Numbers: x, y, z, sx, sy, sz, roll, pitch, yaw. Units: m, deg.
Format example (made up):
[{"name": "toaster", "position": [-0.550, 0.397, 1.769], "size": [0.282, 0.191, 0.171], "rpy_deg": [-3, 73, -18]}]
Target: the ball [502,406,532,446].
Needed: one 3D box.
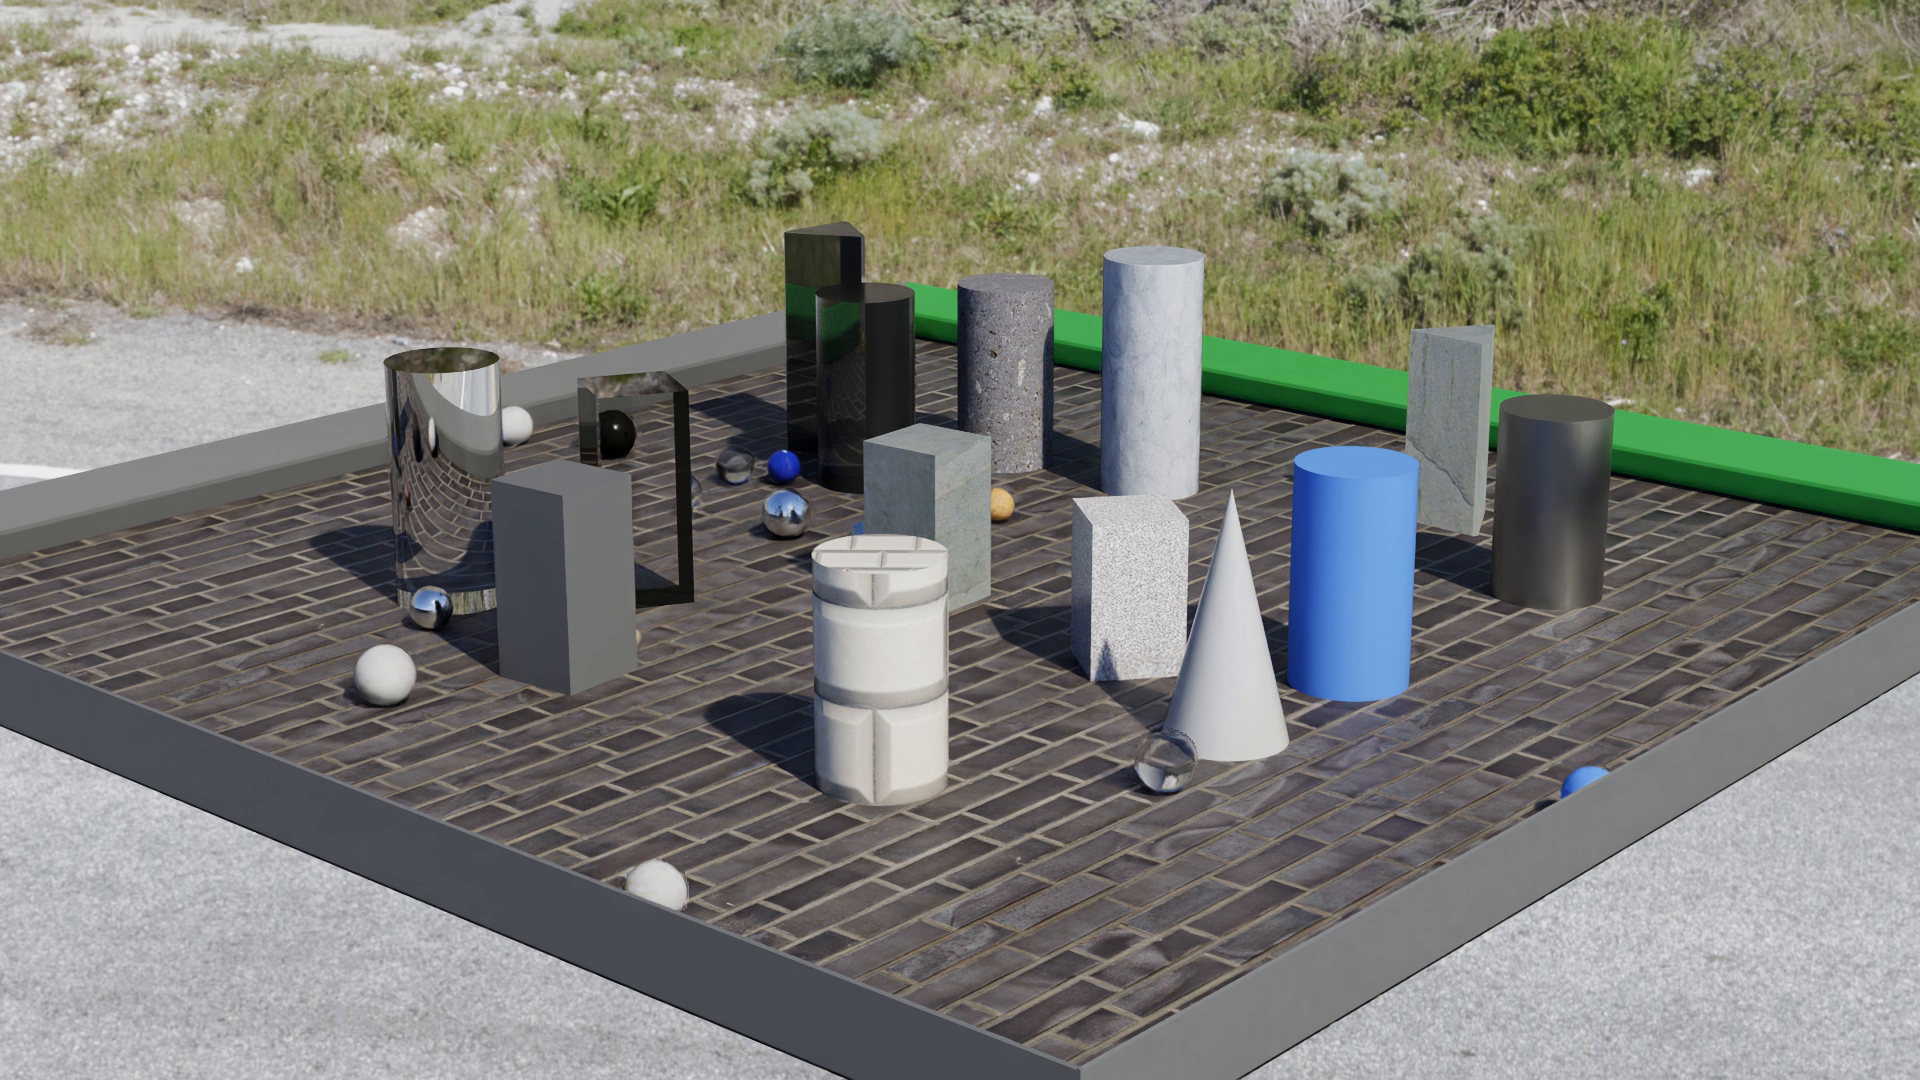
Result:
[{"name": "ball", "position": [-0.929, -0.238, 6.095], "size": [0.081, 0.081, 0.081], "rpy_deg": [0, 17, 0]}]

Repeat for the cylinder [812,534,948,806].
[{"name": "cylinder", "position": [-0.114, 0.185, 4.232], "size": [0.195, 0.348, 0.195], "rpy_deg": [0, 17, 0]}]

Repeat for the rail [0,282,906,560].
[{"name": "rail", "position": [-1.074, -0.238, 6.013], "size": [0.045, 0.127, 2.939], "rpy_deg": [14, 22, 39]}]

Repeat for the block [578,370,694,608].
[{"name": "block", "position": [-0.562, -0.086, 5.080], "size": [0.156, 0.378, 0.156], "rpy_deg": [-6, 18, -20]}]

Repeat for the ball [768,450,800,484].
[{"name": "ball", "position": [-0.349, -0.144, 5.811], "size": [0.066, 0.066, 0.066], "rpy_deg": [0, 17, 0]}]

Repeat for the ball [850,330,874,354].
[{"name": "ball", "position": [-0.231, -0.468, 6.903], "size": [0.057, 0.057, 0.057], "rpy_deg": [0, 17, 0]}]

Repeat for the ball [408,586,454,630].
[{"name": "ball", "position": [-0.892, 0.114, 4.944], "size": [0.073, 0.073, 0.073], "rpy_deg": [0, 17, 0]}]

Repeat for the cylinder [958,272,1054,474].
[{"name": "cylinder", "position": [0.092, -0.339, 5.933], "size": [0.195, 0.370, 0.195], "rpy_deg": [0, 17, 0]}]

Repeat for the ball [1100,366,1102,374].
[{"name": "ball", "position": [0.342, -0.386, 6.639], "size": [0.051, 0.051, 0.051], "rpy_deg": [0, 17, 0]}]

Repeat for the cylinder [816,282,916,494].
[{"name": "cylinder", "position": [-0.185, -0.301, 5.784], "size": [0.195, 0.382, 0.195], "rpy_deg": [0, 17, 0]}]

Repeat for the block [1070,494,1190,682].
[{"name": "block", "position": [0.273, 0.076, 4.746], "size": [0.156, 0.261, 0.156], "rpy_deg": [-3, 17, -9]}]

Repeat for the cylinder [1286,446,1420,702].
[{"name": "cylinder", "position": [0.621, 0.052, 4.647], "size": [0.195, 0.363, 0.195], "rpy_deg": [0, 17, 0]}]

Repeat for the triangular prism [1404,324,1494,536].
[{"name": "triangular prism", "position": [0.953, -0.215, 5.526], "size": [0.169, 0.367, 0.146], "rpy_deg": [16, 23, 42]}]

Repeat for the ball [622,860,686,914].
[{"name": "ball", "position": [-0.395, 0.456, 3.791], "size": [0.084, 0.084, 0.084], "rpy_deg": [0, 17, 0]}]

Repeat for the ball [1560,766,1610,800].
[{"name": "ball", "position": [0.885, 0.359, 4.113], "size": [0.084, 0.084, 0.084], "rpy_deg": [0, 17, 0]}]

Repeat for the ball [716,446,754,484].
[{"name": "ball", "position": [-0.445, -0.149, 5.811], "size": [0.076, 0.076, 0.076], "rpy_deg": [0, 17, 0]}]

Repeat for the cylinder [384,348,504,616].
[{"name": "cylinder", "position": [-0.883, -0.103, 5.053], "size": [0.195, 0.425, 0.195], "rpy_deg": [0, 17, 0]}]

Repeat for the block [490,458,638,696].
[{"name": "block", "position": [-0.632, 0.057, 4.688], "size": [0.156, 0.329, 0.156], "rpy_deg": [12, 21, 35]}]

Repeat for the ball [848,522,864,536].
[{"name": "ball", "position": [-0.174, -0.004, 5.357], "size": [0.061, 0.061, 0.061], "rpy_deg": [0, 17, 0]}]

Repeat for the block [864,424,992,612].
[{"name": "block", "position": [-0.056, -0.036, 5.073], "size": [0.156, 0.286, 0.156], "rpy_deg": [13, 21, 36]}]

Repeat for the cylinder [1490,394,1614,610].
[{"name": "cylinder", "position": [1.027, -0.067, 5.093], "size": [0.195, 0.334, 0.195], "rpy_deg": [0, 17, 0]}]

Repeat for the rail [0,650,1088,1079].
[{"name": "rail", "position": [-0.948, 0.347, 4.075], "size": [2.893, 0.127, 0.045], "rpy_deg": [14, 22, 39]}]

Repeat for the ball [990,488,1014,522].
[{"name": "ball", "position": [0.071, -0.066, 5.558], "size": [0.063, 0.063, 0.063], "rpy_deg": [0, 17, 0]}]

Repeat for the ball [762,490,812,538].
[{"name": "ball", "position": [-0.323, -0.049, 5.450], "size": [0.092, 0.092, 0.092], "rpy_deg": [0, 17, 0]}]

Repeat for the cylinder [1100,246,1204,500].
[{"name": "cylinder", "position": [0.374, -0.326, 5.724], "size": [0.195, 0.465, 0.195], "rpy_deg": [0, 17, 0]}]

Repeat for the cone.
[{"name": "cone", "position": [0.402, 0.112, 4.394], "size": [0.195, 0.394, 0.195], "rpy_deg": [0, 17, 0]}]

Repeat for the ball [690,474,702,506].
[{"name": "ball", "position": [-0.531, -0.094, 5.643], "size": [0.068, 0.068, 0.068], "rpy_deg": [0, 17, 0]}]

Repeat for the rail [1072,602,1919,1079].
[{"name": "rail", "position": [1.074, 0.301, 4.227], "size": [0.045, 0.127, 2.939], "rpy_deg": [14, 22, 39]}]

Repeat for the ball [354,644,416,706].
[{"name": "ball", "position": [-0.899, 0.211, 4.583], "size": [0.096, 0.096, 0.096], "rpy_deg": [0, 17, 0]}]

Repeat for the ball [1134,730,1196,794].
[{"name": "ball", "position": [0.297, 0.320, 4.231], "size": [0.090, 0.090, 0.090], "rpy_deg": [0, 17, 0]}]

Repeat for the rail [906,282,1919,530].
[{"name": "rail", "position": [0.948, -0.283, 6.165], "size": [2.893, 0.127, 0.045], "rpy_deg": [14, 22, 39]}]

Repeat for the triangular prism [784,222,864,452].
[{"name": "triangular prism", "position": [-0.256, -0.418, 6.046], "size": [0.169, 0.456, 0.146], "rpy_deg": [5, 17, 15]}]

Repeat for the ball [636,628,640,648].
[{"name": "ball", "position": [-0.548, 0.162, 4.837], "size": [0.043, 0.043, 0.043], "rpy_deg": [0, 17, 0]}]

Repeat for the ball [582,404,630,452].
[{"name": "ball", "position": [-0.731, -0.232, 6.049], "size": [0.098, 0.098, 0.098], "rpy_deg": [0, 17, 0]}]
